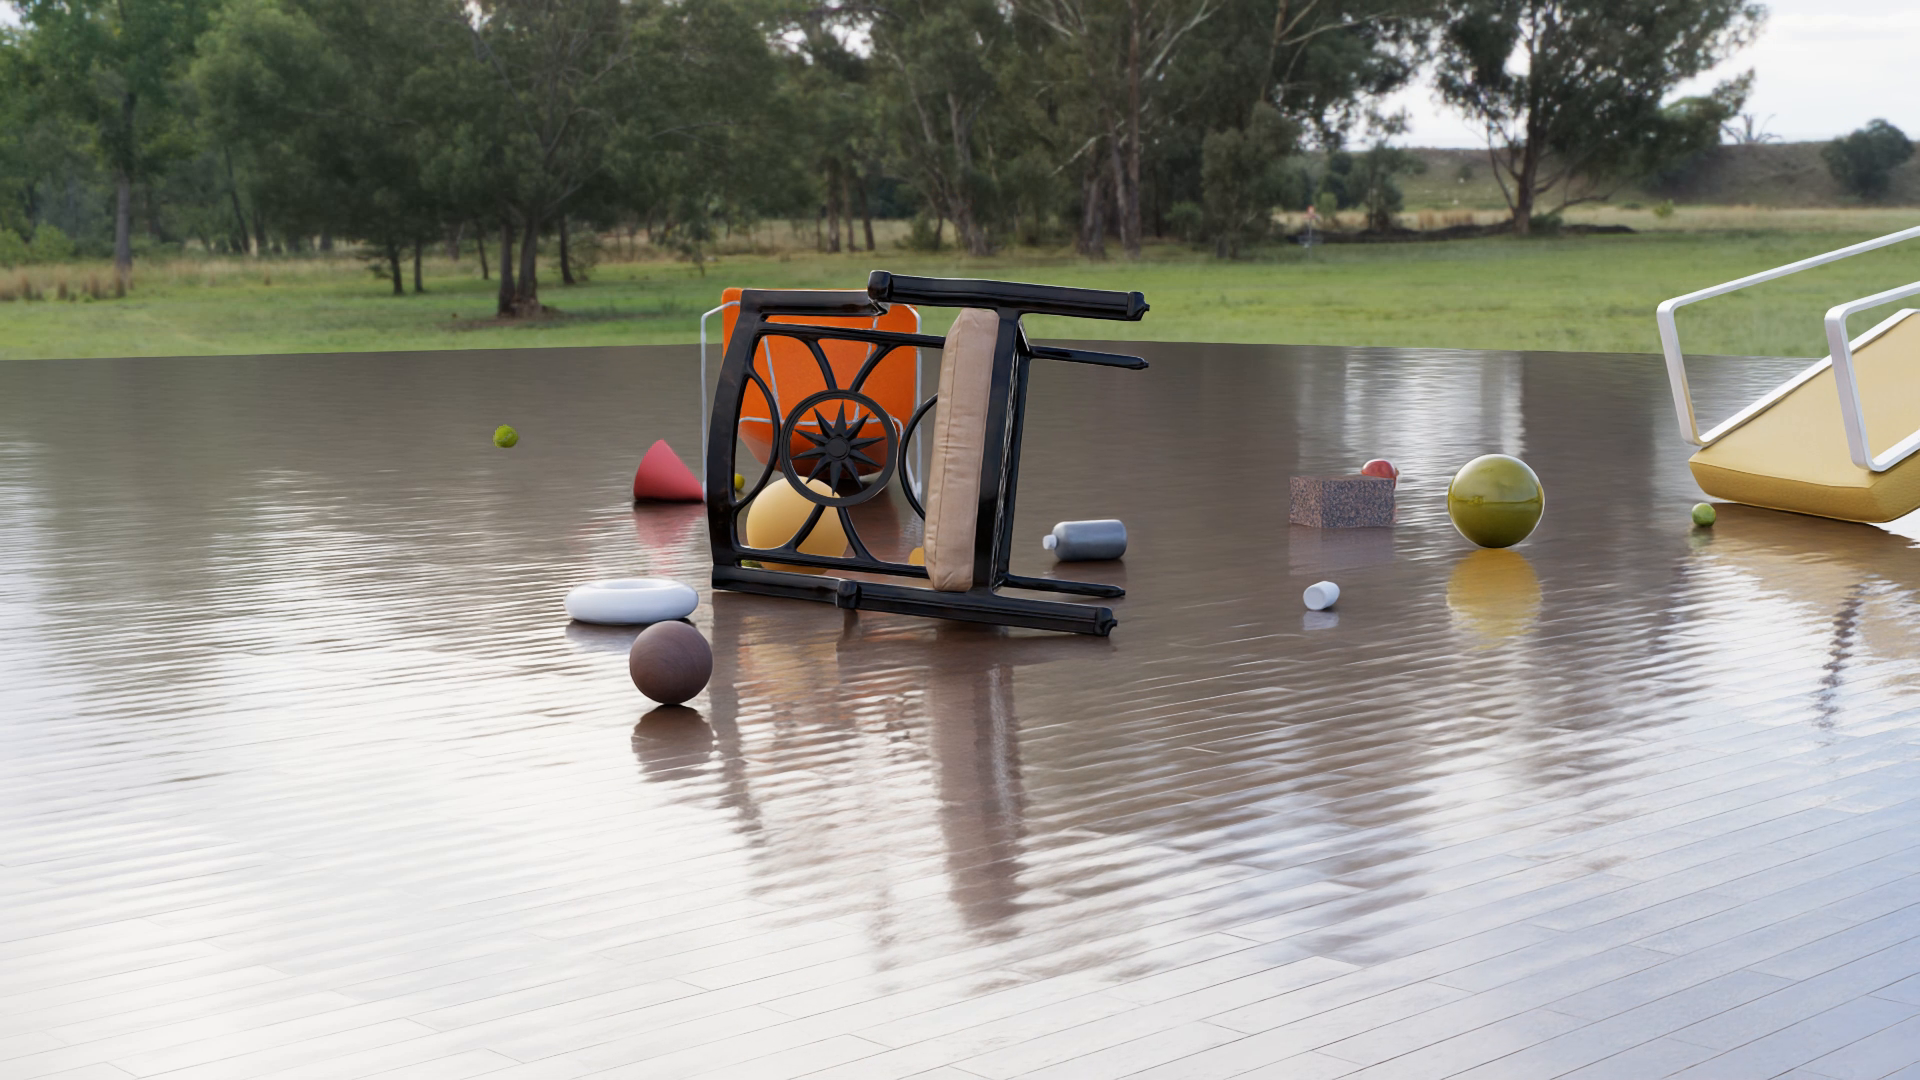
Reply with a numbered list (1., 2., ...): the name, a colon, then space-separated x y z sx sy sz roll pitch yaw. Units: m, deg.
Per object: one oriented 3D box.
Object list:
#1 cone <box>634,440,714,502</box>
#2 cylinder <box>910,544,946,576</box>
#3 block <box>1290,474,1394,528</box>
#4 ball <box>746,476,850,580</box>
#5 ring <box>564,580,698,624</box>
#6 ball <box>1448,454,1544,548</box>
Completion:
1. cone: -0.813 -0.157 7.501 0.217 0.184 0.229 26 -22 10
2. cylinder: -0.072 0.046 5.657 0.050 0.060 0.074 -18 -20 -35
3. block: 1.015 -0.105 6.832 0.211 0.122 0.186 -2 6 -20
4. ball: -0.350 -0.026 5.562 0.226 0.226 0.226 0 6 0
5. ring: -0.632 0.118 4.946 0.258 0.067 0.256 -4 7 -31
6. ball: 1.295 -0.094 6.203 0.230 0.230 0.230 0 6 0
